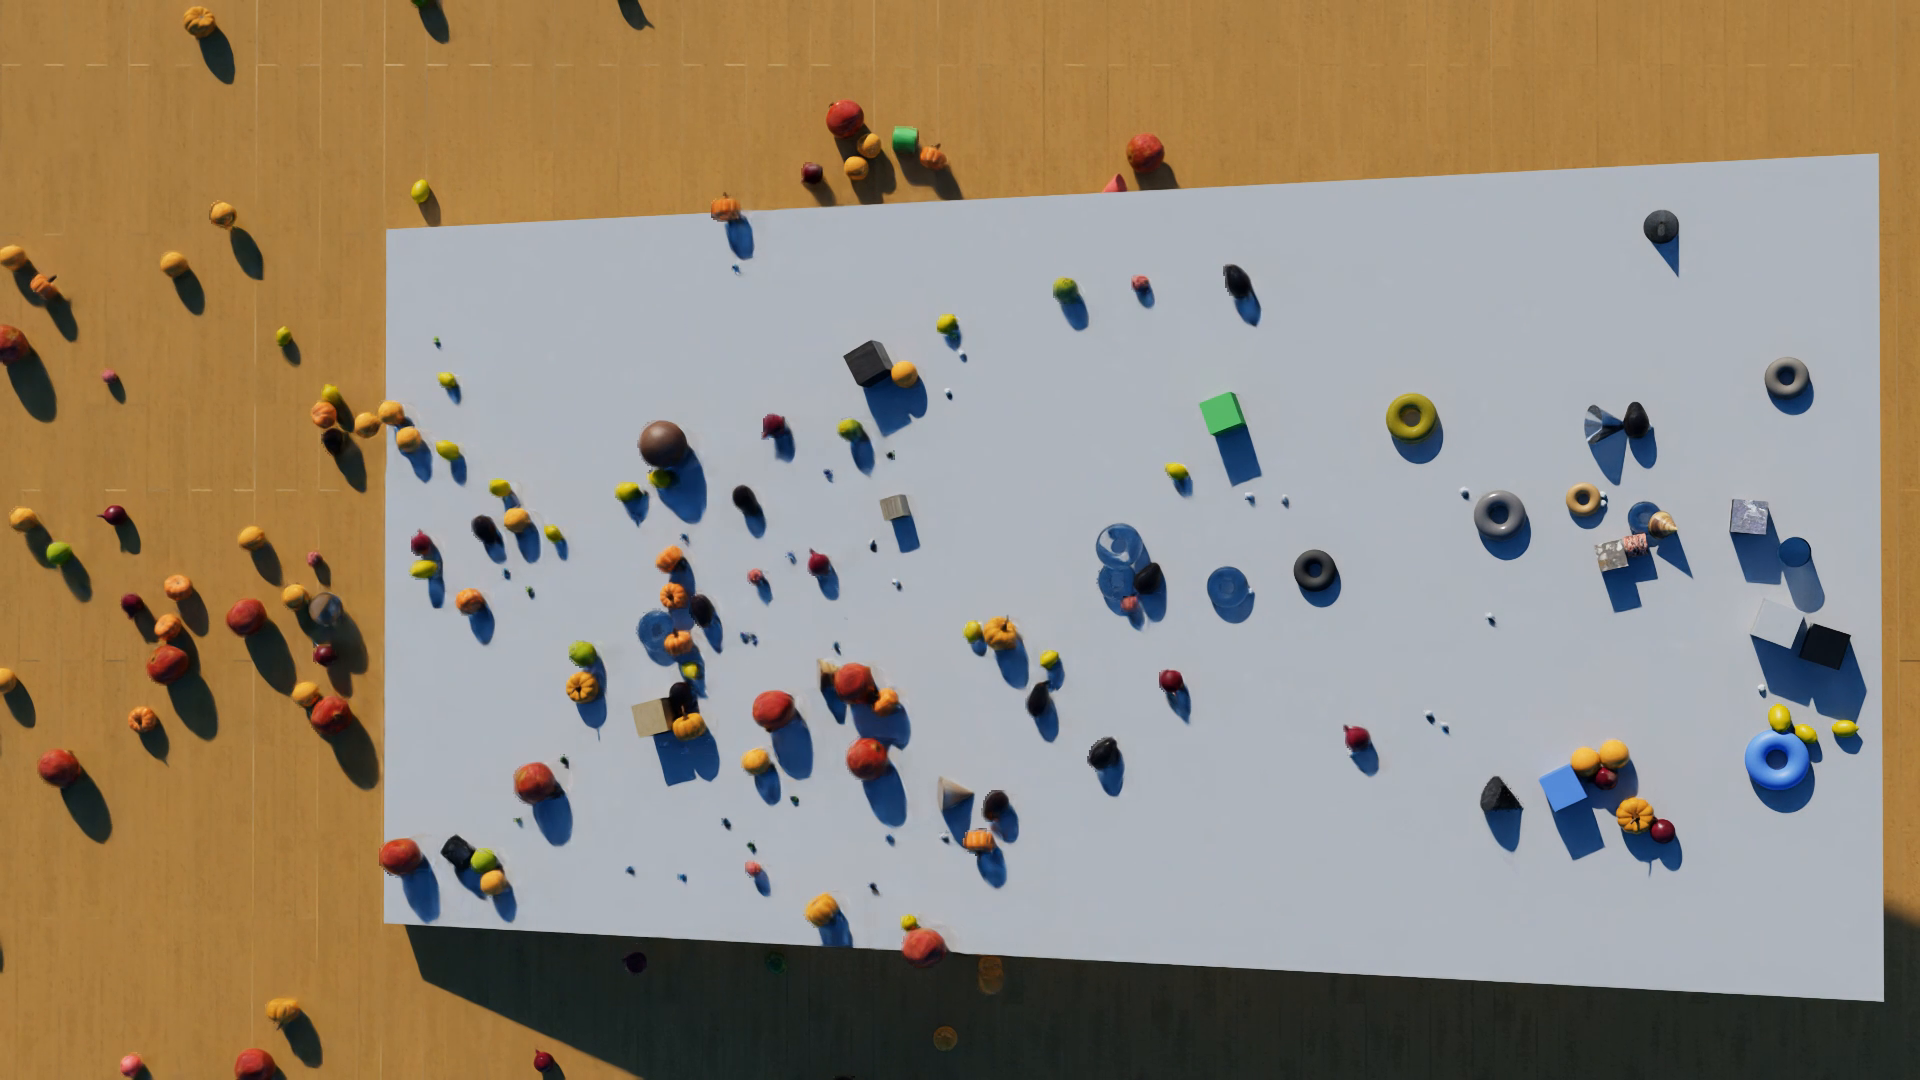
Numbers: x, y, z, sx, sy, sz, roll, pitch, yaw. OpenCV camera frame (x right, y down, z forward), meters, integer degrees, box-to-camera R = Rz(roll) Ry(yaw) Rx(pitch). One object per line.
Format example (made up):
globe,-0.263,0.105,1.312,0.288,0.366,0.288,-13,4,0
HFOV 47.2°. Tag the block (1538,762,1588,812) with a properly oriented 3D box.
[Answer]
block,1.467,0.601,5.347,0.084,0.084,0.084,-28,81,15

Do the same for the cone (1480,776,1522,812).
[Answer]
cone,1.345,0.641,5.405,0.093,0.093,0.093,24,89,-11

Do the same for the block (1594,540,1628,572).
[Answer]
block,1.578,0.038,5.331,0.066,0.066,0.066,-14,85,16

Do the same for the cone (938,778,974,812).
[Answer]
cone,-0.006,0.672,5.812,0.094,0.094,0.094,0,89,-10

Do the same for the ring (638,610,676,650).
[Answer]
ring,-0.838,0.249,6.072,0.112,0.037,0.112,-1,88,17

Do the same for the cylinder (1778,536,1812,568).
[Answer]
cylinder,1.976,0.029,5.208,0.071,0.071,0.071,0,89,17

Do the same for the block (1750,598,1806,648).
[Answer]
block,1.935,0.197,5.208,0.092,0.092,0.092,22,95,16

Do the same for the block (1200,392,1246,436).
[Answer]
block,0.669,-0.321,5.601,0.084,0.084,0.084,-21,83,15

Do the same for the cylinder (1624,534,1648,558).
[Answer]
cylinder,1.636,0.014,5.322,0.052,0.052,0.052,-11,89,16

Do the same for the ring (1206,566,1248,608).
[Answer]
ring,0.683,0.120,5.616,0.108,0.036,0.108,0,90,17

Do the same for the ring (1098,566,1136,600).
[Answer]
ring,0.408,0.105,5.700,0.104,0.035,0.104,0,89,16

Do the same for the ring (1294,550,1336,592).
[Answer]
ring,0.896,0.077,5.552,0.108,0.036,0.108,0,90,16

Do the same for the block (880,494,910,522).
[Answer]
block,-0.173,-0.086,5.865,0.058,0.058,0.058,-16,85,16

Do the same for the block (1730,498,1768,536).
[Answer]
block,1.878,-0.055,5.236,0.078,0.078,0.078,5,91,17

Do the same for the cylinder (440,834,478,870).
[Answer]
cylinder,-1.416,0.884,6.218,0.073,0.073,0.073,38,89,0

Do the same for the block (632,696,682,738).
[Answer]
block,-0.834,0.487,6.039,0.090,0.090,0.090,-16,85,16

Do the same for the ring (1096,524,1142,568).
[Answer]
ring,0.411,0.016,5.684,0.124,0.041,0.124,-6,70,15

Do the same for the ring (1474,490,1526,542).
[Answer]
ring,1.330,-0.060,5.420,0.126,0.042,0.126,0,90,16

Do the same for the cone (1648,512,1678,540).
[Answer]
cone,1.703,-0.029,5.278,0.070,0.070,0.070,-3,102,-17

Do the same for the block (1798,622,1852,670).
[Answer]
block,2.036,0.250,5.179,0.087,0.087,0.087,19,95,16

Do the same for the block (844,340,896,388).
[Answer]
block,-0.241,-0.470,5.875,0.089,0.089,0.089,-29,81,14

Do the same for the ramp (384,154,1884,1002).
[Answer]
ramp,0.272,0.095,5.811,4.000,0.100,2.000,0,89,17

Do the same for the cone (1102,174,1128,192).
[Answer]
cone,0.440,-1.021,6.435,0.077,0.077,0.077,-16,89,26

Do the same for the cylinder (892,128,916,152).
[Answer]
cylinder,-0.162,-1.168,6.422,0.065,0.065,0.065,6,89,0

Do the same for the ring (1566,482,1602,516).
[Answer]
ring,1.523,-0.099,5.370,0.084,0.028,0.084,0,90,16

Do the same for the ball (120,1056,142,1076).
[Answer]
ball,-2.408,1.526,6.385,0.060,0.060,0.060,0,89,0

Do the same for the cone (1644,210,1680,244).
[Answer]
cone,1.691,-0.761,5.300,0.083,0.083,0.083,0,89,17

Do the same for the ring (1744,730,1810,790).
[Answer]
ring,1.941,0.522,5.224,0.145,0.048,0.145,0,89,16

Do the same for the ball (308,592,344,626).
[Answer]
ball,-1.841,0.201,6.386,0.097,0.097,0.097,0,89,0

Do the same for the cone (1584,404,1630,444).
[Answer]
cone,1.584,-0.280,5.346,0.096,0.096,0.096,1,89,-10

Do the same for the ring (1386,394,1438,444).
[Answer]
ring,1.127,-0.303,5.485,0.128,0.043,0.128,0,88,16

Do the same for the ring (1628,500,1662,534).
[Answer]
ring,1.659,-0.054,5.328,0.082,0.027,0.082,0,89,18

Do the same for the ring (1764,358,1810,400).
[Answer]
ring,1.969,-0.385,5.236,0.101,0.034,0.101,1,92,20
